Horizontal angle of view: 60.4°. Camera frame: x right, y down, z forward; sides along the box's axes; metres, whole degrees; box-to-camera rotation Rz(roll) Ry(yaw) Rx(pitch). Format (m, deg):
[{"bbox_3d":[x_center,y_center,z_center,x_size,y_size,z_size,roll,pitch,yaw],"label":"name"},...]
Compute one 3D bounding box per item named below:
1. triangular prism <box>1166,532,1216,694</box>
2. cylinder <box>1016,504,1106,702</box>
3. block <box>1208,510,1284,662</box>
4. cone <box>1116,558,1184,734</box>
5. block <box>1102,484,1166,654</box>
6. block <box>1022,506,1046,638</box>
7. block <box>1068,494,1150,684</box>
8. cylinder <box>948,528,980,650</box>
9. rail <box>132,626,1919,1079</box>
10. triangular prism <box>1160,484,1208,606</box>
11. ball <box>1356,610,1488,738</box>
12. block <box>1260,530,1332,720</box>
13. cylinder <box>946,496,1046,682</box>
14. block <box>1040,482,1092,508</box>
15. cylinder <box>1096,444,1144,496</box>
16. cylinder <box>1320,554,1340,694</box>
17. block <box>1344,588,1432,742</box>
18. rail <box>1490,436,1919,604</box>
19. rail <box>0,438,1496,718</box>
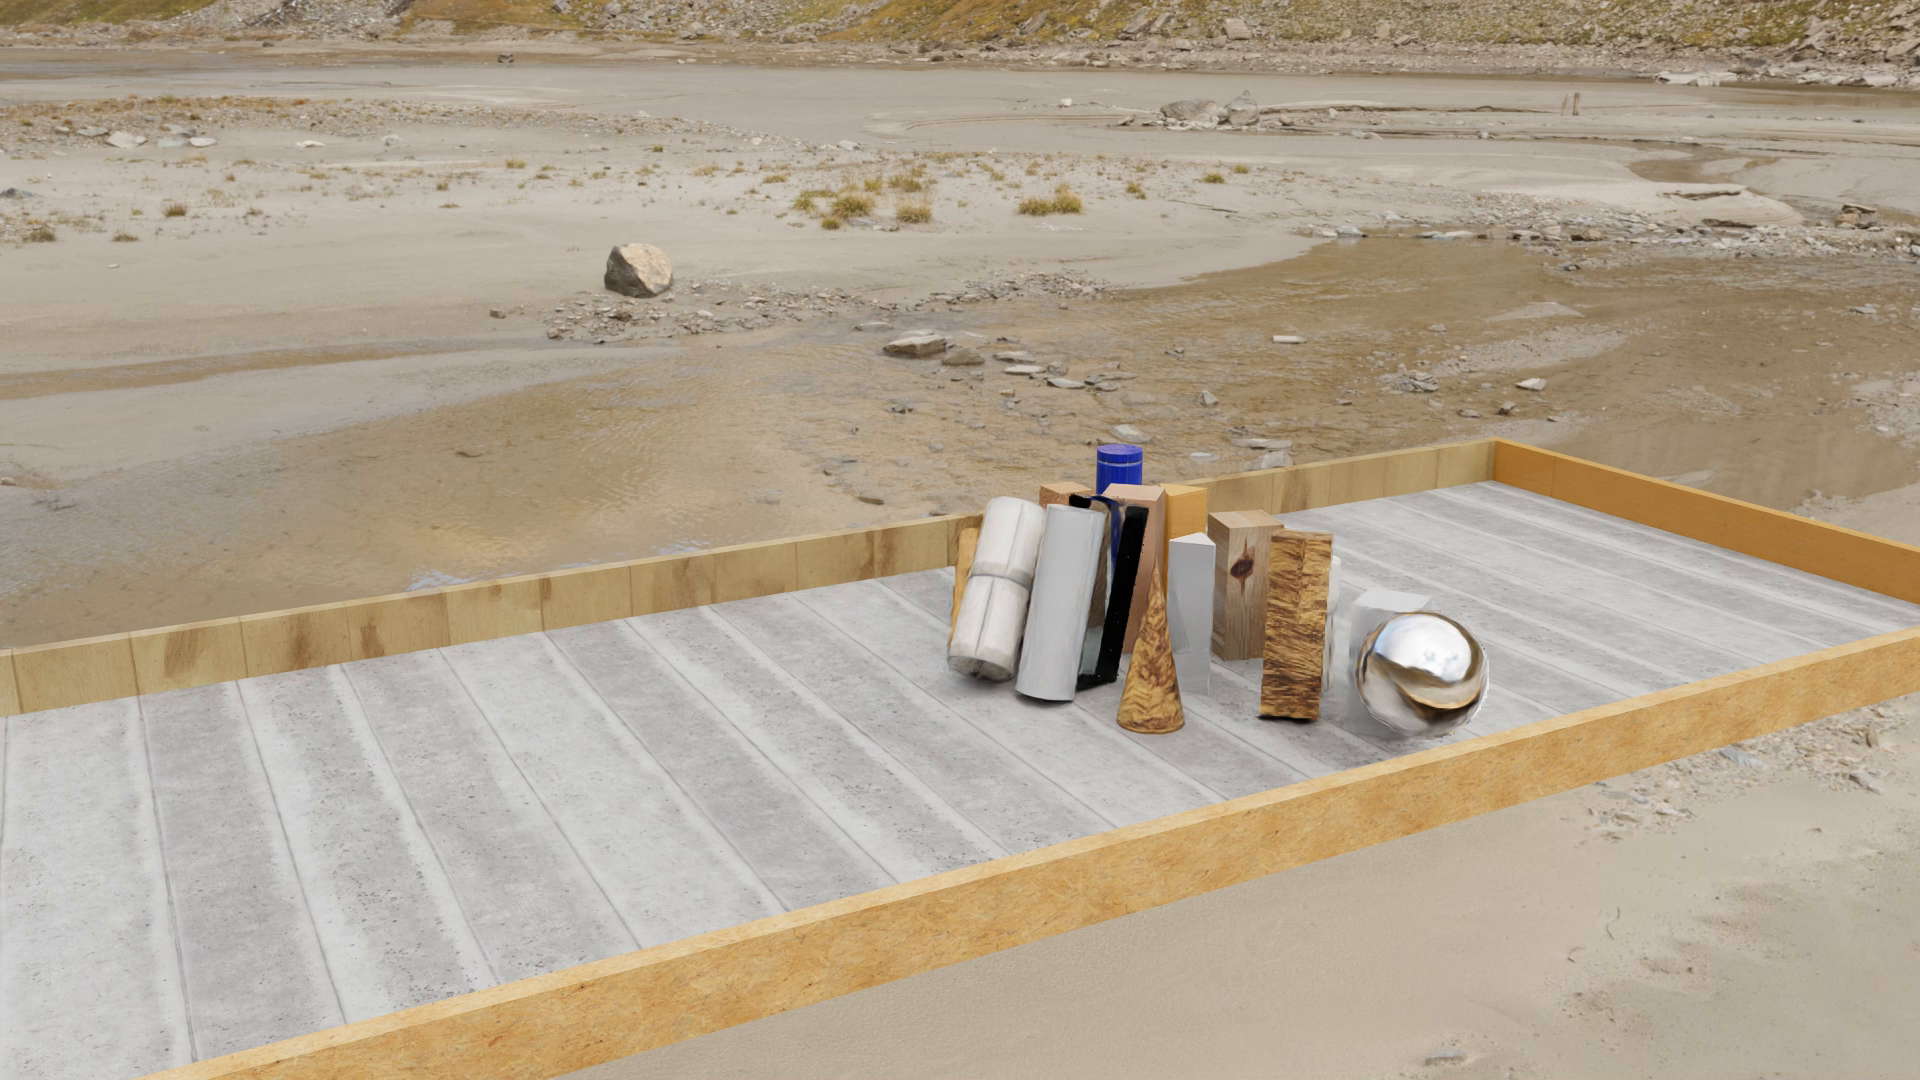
[{"bbox_3d":[0.576,0.178,4.068,0.113,0.384,0.097,6,17,20],"label":"triangular prism"},{"bbox_3d":[0.244,0.151,3.997,0.144,0.456,0.144,9,6,-1],"label":"cylinder"},{"bbox_3d":[0.740,0.118,4.317,0.149,0.360,0.149,-4,17,-12],"label":"block"},{"bbox_3d":[0.450,0.230,3.839,0.162,0.413,0.162,0,16,0],"label":"cone"},{"bbox_3d":[0.451,0.076,4.352,0.146,0.420,0.146,5,17,15],"label":"block"},{"bbox_3d":[0.157,0.083,4.420,0.121,0.346,0.121,6,-8,23],"label":"block"},{"bbox_3d":[0.332,0.121,4.112,0.140,0.447,0.140,3,10,-43],"label":"block"},{"bbox_3d":[0.047,0.137,4.298,0.128,0.314,0.128,4,-17,1],"label":"cylinder"},{"bbox_3d":[-2.336,1.006,1.665,12.000,0.150,0.050,-9,18,-27],"label":"rail"},{"bbox_3d":[0.587,0.036,4.573,0.135,0.373,0.117,-12,20,-34],"label":"triangular prism"},{"bbox_3d":[0.996,0.290,3.563,0.274,0.274,0.274,0,16,0],"label":"ball"},{"bbox_3d":[0.796,0.197,3.905,0.135,0.423,0.135,4,8,13],"label":"block"},{"bbox_3d":[0.099,0.123,4.157,0.166,0.436,0.166,13,-21,5],"label":"cylinder"},{"bbox_3d":[0.287,0.036,4.564,0.104,0.373,0.104,-7,18,-27],"label":"block"},{"bbox_3d":[0.465,-0.067,4.852,0.134,0.411,0.134,0,16,0],"label":"cylinder"},{"bbox_3d":[0.863,0.204,4.081,0.134,0.328,0.134,0,16,0],"label":"cylinder"},{"bbox_3d":[0.993,0.287,3.830,0.145,0.309,0.145,9,19,28],"label":"block"},{"bbox_3d":[2.466,-0.048,5.253,0.050,0.150,2.100,-9,18,-27],"label":"rail"},{"bbox_3d":[-3.305,0.497,3.399,12.000,0.150,0.050,-9,18,-27],"label":"rail"}]
